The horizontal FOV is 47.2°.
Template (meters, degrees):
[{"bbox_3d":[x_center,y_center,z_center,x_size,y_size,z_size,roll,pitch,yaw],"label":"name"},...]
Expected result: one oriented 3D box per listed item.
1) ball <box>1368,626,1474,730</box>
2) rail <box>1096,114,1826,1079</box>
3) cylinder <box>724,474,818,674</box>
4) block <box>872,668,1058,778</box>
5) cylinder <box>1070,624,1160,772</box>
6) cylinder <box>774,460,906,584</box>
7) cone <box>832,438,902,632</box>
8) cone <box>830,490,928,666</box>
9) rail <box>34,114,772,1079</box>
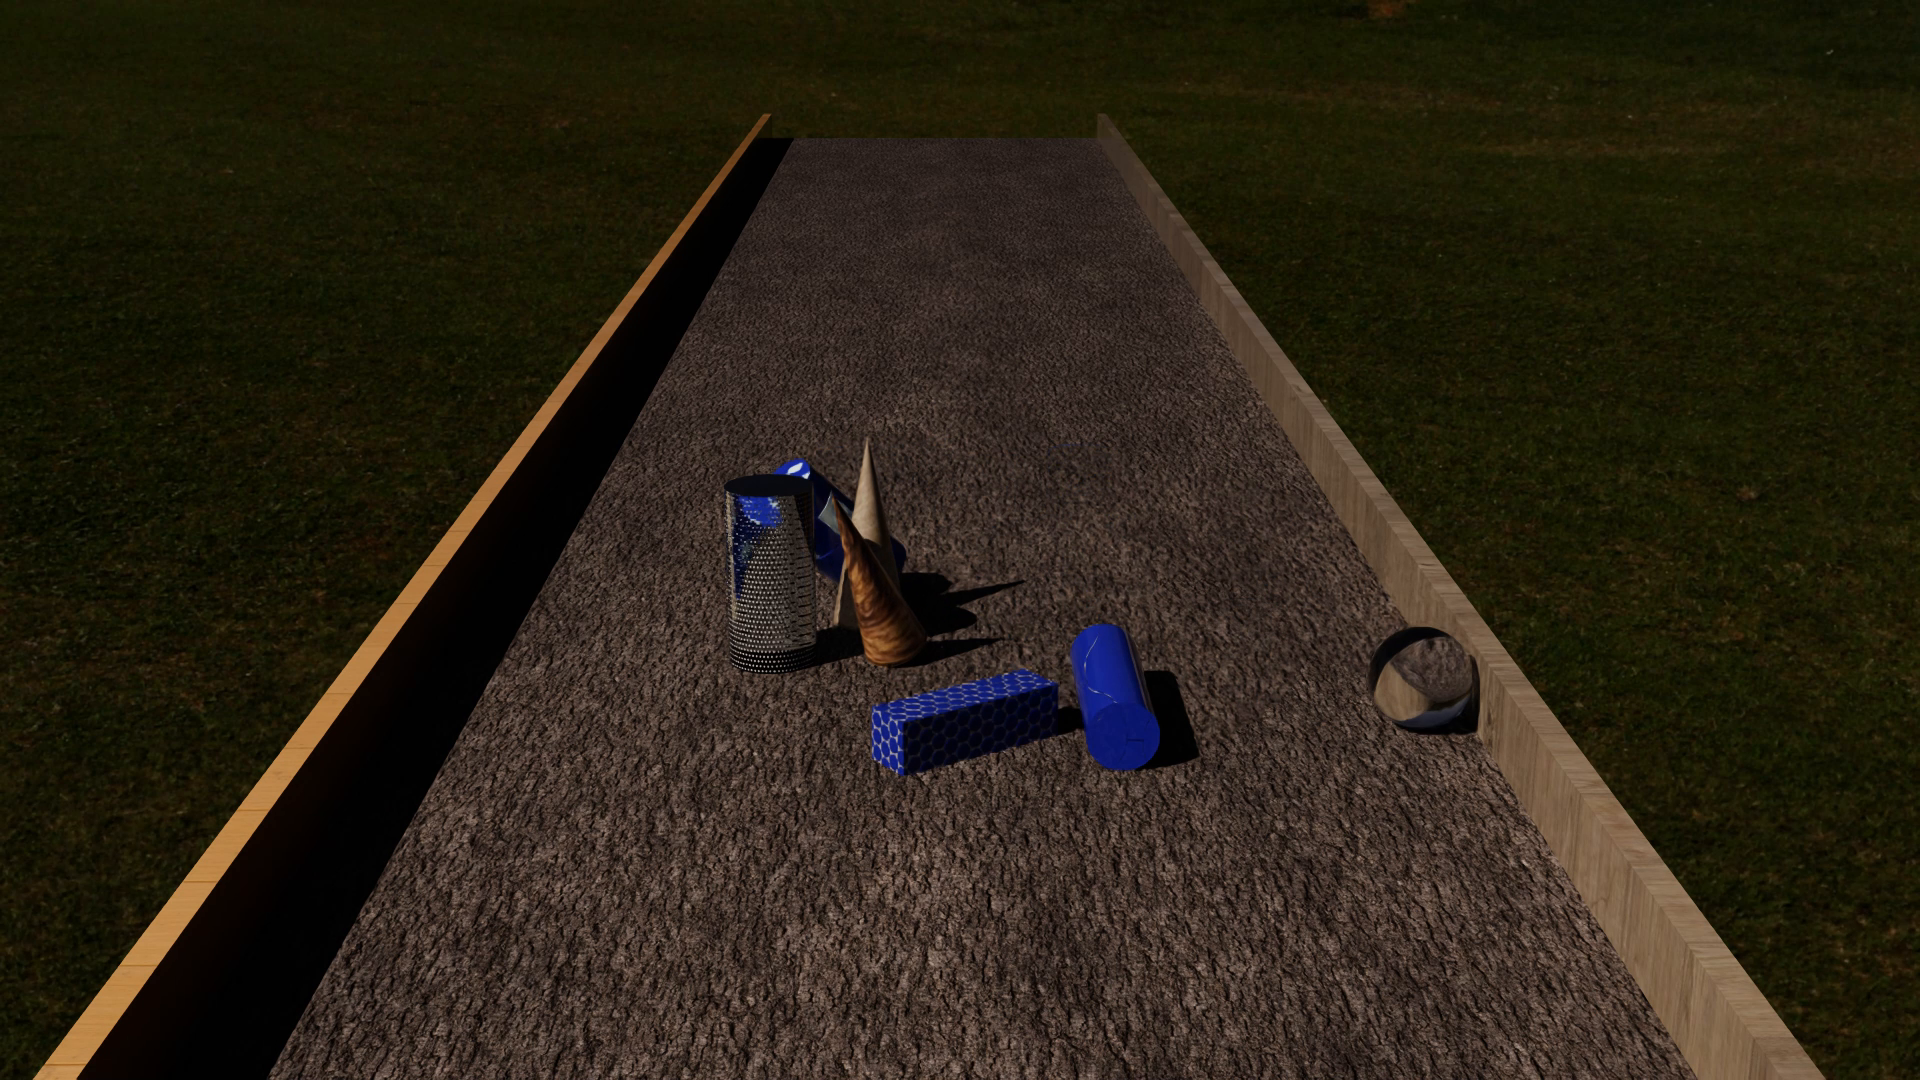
[{"bbox_3d":[0.847,0.253,4.042,0.190,0.190,0.190,0,17,0],"label":"ball"},{"bbox_3d":[0.932,-0.844,7.801,0.050,0.150,12.000,0,17,-1],"label":"rail"},{"bbox_3d":[-0.375,0.066,4.371,0.177,0.361,0.177,0,17,0],"label":"cylinder"},{"bbox_3d":[0.011,0.326,3.954,0.339,0.101,0.101,-11,20,-33],"label":"block"},{"bbox_3d":[0.282,0.284,4.046,0.130,0.130,0.422,0,17,-1],"label":"cylinder"},{"bbox_3d":[-0.277,-0.019,4.714,0.312,0.158,0.158,41,-8,-33],"label":"cylinder"},{"bbox_3d":[-0.191,-0.024,4.602,0.160,0.402,0.160,0,17,0],"label":"cone"},{"bbox_3d":[-0.187,0.057,4.295,0.132,0.408,0.132,-13,38,10],"label":"cone"},{"bbox_3d":[-1.118,-0.838,7.780,0.050,0.150,12.000,0,17,-1],"label":"rail"}]
